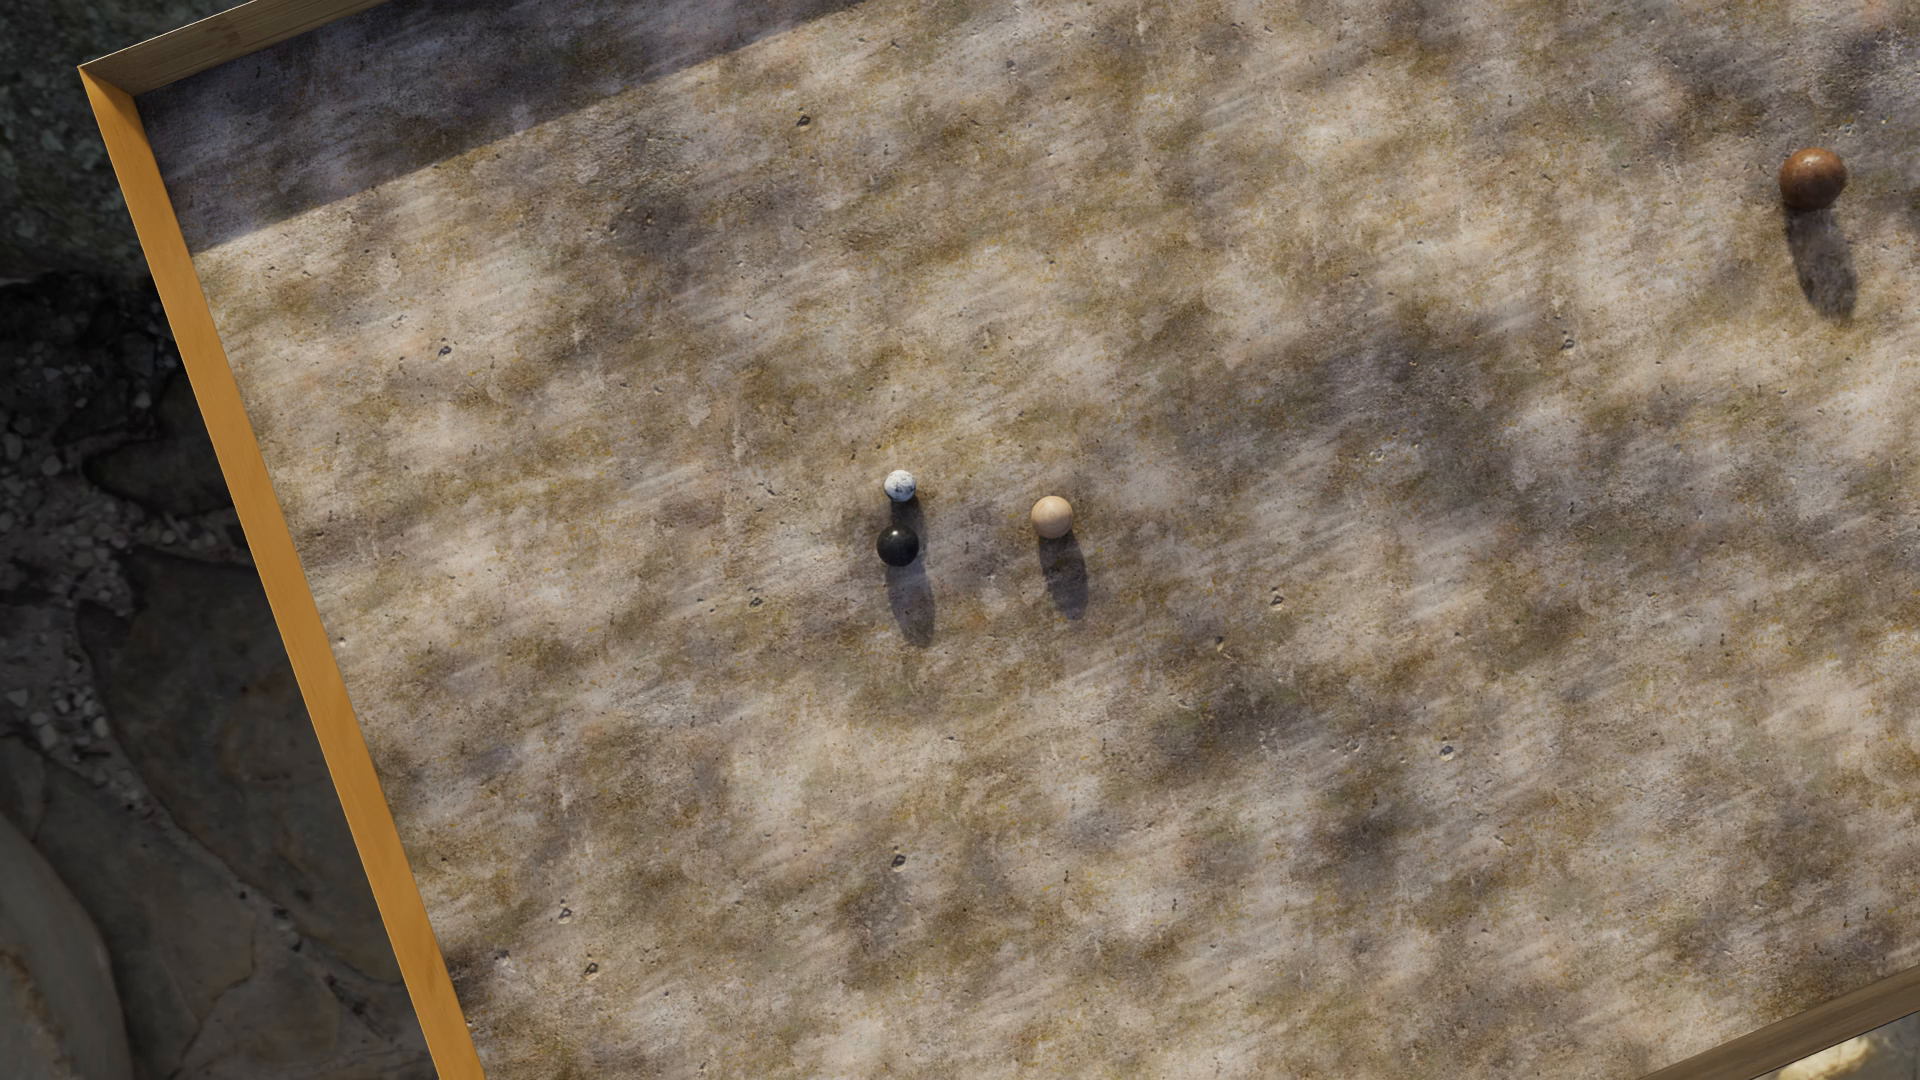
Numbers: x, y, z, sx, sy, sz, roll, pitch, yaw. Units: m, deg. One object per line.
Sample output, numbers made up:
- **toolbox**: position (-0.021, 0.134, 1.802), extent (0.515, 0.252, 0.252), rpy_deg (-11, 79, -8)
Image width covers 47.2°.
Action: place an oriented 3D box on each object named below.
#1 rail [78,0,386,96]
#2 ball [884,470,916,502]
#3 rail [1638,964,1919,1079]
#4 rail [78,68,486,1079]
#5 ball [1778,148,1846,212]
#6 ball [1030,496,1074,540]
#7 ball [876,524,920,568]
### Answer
- **rail**: position (0.490, -1.371, 3.394), extent (3.842, 0.123, 0.045), rpy_deg (-21, 84, -3)
- **ball**: position (-0.089, -0.080, 3.277), extent (0.049, 0.049, 0.049), rpy_deg (0, 83, 0)
- **rail**: position (1.297, 0.664, 3.150), extent (3.842, 0.123, 0.045), rpy_deg (-21, 84, -3)
- **rail**: position (-0.872, 0.337, 3.189), extent (0.045, 0.123, 2.250), rpy_deg (-21, 84, -3)
- **ball**: position (1.283, -0.543, 3.310), extent (0.095, 0.095, 0.095), rpy_deg (0, 83, 0)
- **ball**: position (0.137, -0.033, 3.264), extent (0.065, 0.065, 0.065), rpy_deg (0, 83, 0)
- **ball**: position (-0.092, 0.008, 3.259), extent (0.065, 0.065, 0.065), rpy_deg (0, 83, 0)
